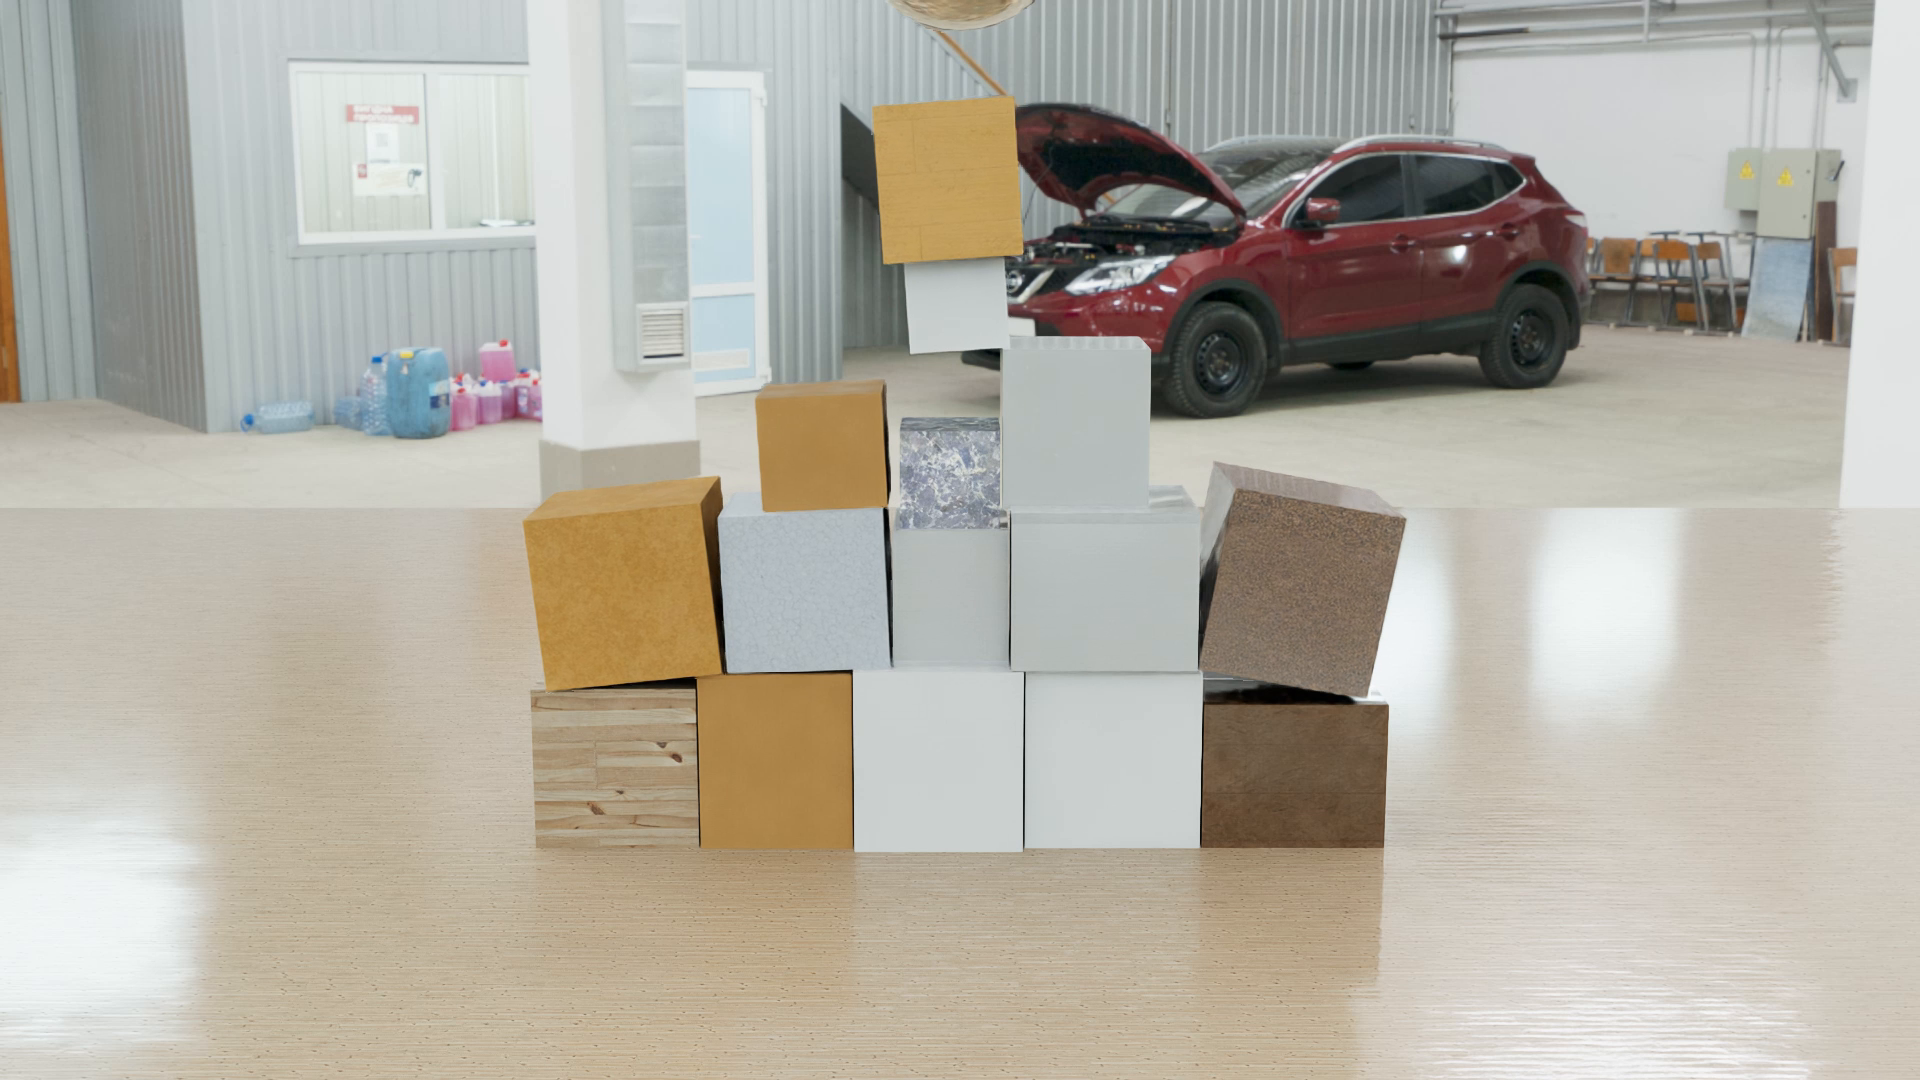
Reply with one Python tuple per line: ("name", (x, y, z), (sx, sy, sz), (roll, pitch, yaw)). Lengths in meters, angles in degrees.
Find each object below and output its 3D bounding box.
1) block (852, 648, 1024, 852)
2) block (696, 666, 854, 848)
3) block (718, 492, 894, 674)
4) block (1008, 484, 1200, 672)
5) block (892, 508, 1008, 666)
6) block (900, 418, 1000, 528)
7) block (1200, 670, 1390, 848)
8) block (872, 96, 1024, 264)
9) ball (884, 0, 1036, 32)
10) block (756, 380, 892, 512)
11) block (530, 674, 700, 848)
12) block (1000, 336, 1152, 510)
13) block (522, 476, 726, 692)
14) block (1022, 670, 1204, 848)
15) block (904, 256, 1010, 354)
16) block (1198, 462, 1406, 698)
("block", (-0.107, 1.025, 11.358), (0.841, 0.920, 0.915), (0, 10, 0))
("block", (-0.920, 1.037, 11.356), (0.764, 0.894, 0.809), (0, 10, 0))
("block", (-0.766, 0.192, 11.208), (0.809, 0.791, 0.777), (-2, 10, 0))
("block", (0.710, 0.179, 11.200), (0.919, 0.789, 0.893), (0, 10, 0))
("block", (-0.046, 0.232, 11.226), (0.573, 0.688, 0.677), (0, 10, 0))
("block", (-0.050, -0.345, 11.115), (0.496, 0.486, 0.562), (0, 10, 0))
("block", (1.672, 1.108, 11.401), (0.918, 0.741, 0.844), (0, 10, 0))
("block", (-0.056, -1.782, 10.866), (0.675, 0.747, 0.745), (-4, 10, 1))
("ball", (0.000, -4.422, 15.565), (1.600, 1.600, 1.600), (0, 10, 0))
("block", (-0.679, -0.482, 11.093), (0.619, 0.563, 0.604), (-3, 10, 0))
("block", (-1.721, 1.073, 11.372), (0.821, 0.819, 0.793), (0, 10, 0))
("block", (0.567, -0.601, 11.081), (0.719, 0.787, 0.712), (0, 10, 0))
("block", (-1.655, 0.204, 11.229), (0.872, 0.858, 0.894), (-6, 10, 1))
("block", (0.764, 1.022, 11.357), (0.879, 0.926, 0.797), (0, 10, 0))
("block", (-0.015, -1.192, 10.961), (0.488, 0.450, 0.510), (-4, 10, 1))
("block", (1.673, 0.187, 11.227), (0.853, 0.920, 0.911), (10, 10, -2))
